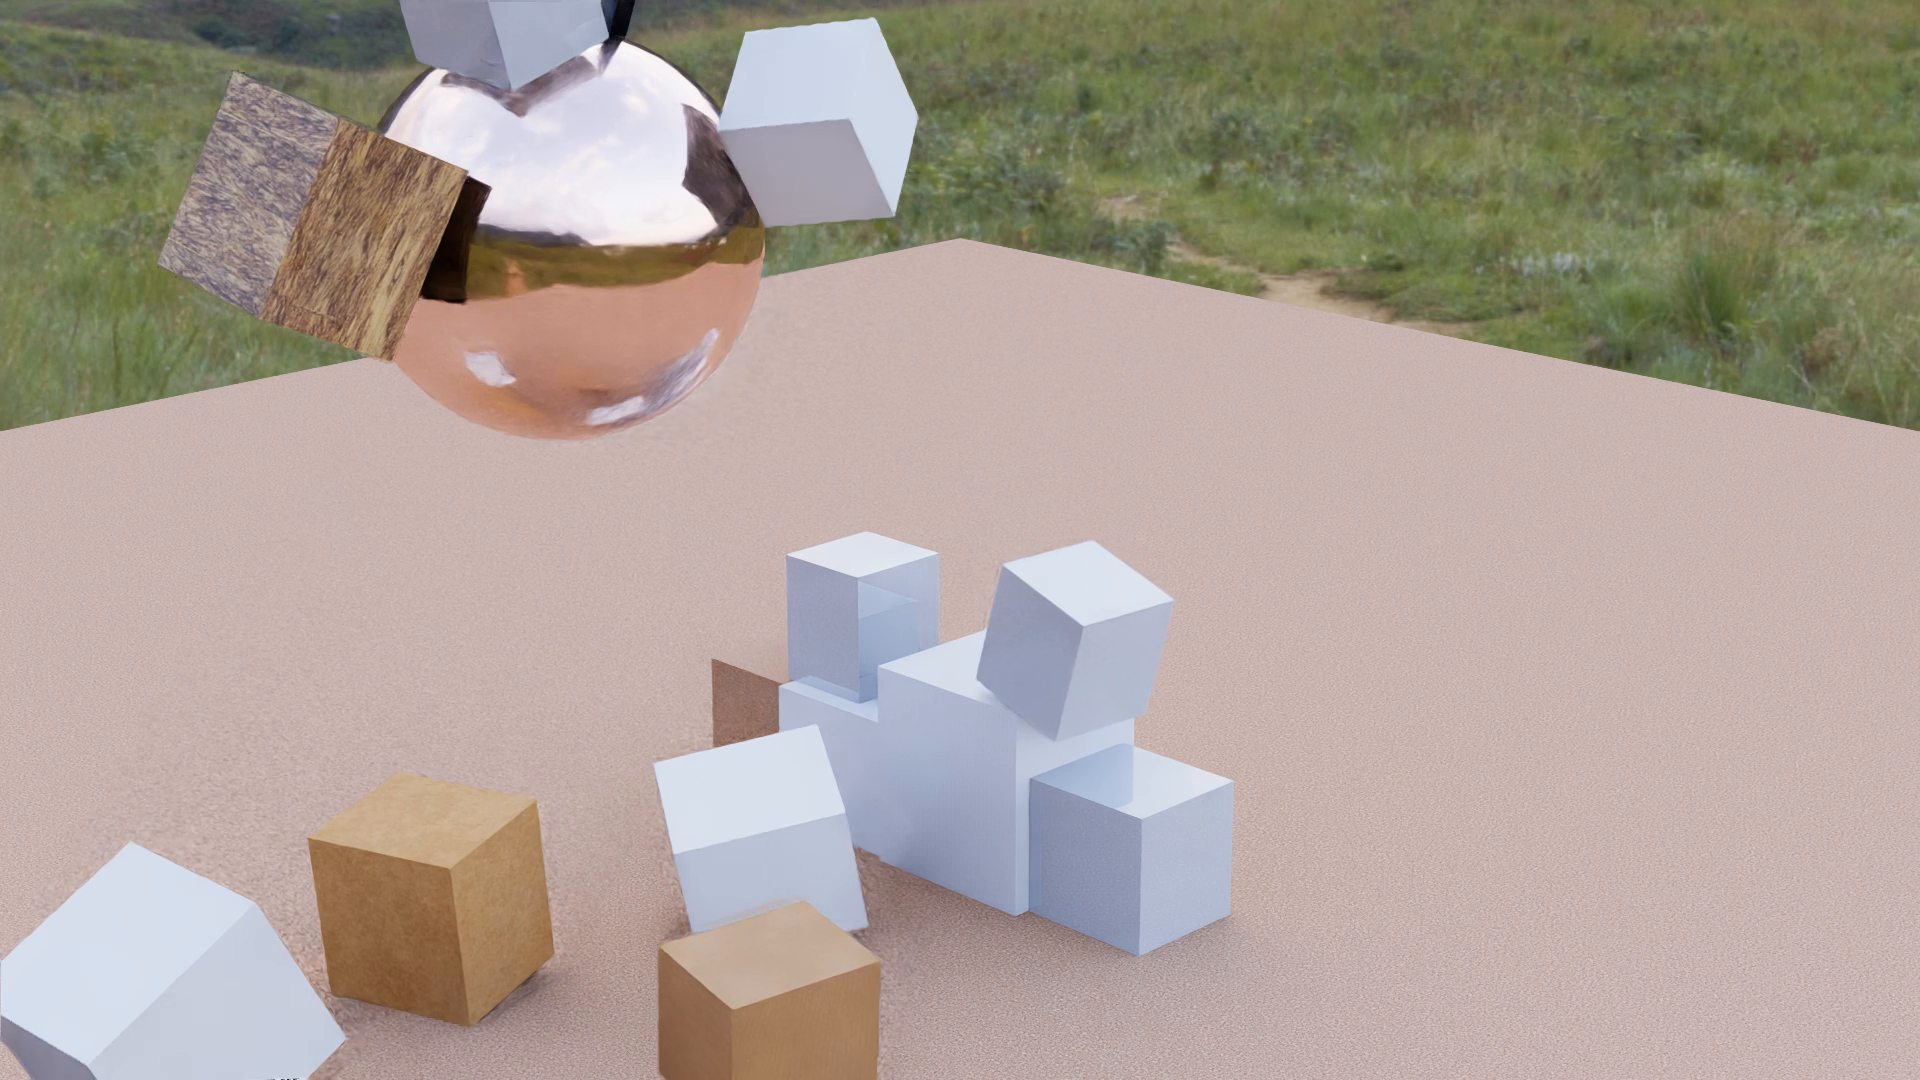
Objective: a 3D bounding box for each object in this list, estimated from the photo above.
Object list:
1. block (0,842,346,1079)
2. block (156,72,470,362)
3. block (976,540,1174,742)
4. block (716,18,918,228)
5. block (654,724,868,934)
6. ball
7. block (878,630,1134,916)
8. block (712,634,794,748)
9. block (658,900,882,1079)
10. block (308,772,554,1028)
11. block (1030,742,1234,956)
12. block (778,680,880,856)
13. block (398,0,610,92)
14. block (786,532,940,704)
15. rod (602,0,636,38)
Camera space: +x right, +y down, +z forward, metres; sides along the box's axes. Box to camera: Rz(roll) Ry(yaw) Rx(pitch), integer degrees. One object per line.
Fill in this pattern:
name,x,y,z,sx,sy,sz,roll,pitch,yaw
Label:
block,-2.986,1.777,10.929,0.821,0.764,0.819,15,50,40
block,-2.305,-1.151,10.445,0.668,0.737,0.601,26,5,39
block,0.498,0.436,12.793,0.543,0.594,0.537,-14,38,-39
block,-0.531,-1.576,11.106,0.528,0.532,0.517,-2,53,20
block,-0.870,1.321,12.754,0.740,0.595,0.745,-13,29,-6
ball,-1.554,-1.179,11.343,1.600,1.600,1.600,0,17,0
block,0.209,1.039,13.439,0.874,0.959,0.777,17,24,42
block,-0.804,0.879,14.454,0.622,0.655,0.540,-17,24,-42
block,-0.744,1.852,11.394,0.671,0.568,0.542,-14,28,-33
block,-2.200,1.492,12.252,0.707,0.744,0.623,8,25,25
block,0.755,1.356,12.966,0.607,0.639,0.656,-17,24,-42
block,-0.359,1.009,14.023,0.715,0.665,0.705,-17,24,-42
block,-1.706,-2.049,10.715,0.578,0.565,0.470,22,46,39
block,-0.461,0.362,13.938,0.524,0.621,0.495,-17,24,-42
rod,-0.673,-4.462,11.234,0.080,5.200,0.080,17,2,42
